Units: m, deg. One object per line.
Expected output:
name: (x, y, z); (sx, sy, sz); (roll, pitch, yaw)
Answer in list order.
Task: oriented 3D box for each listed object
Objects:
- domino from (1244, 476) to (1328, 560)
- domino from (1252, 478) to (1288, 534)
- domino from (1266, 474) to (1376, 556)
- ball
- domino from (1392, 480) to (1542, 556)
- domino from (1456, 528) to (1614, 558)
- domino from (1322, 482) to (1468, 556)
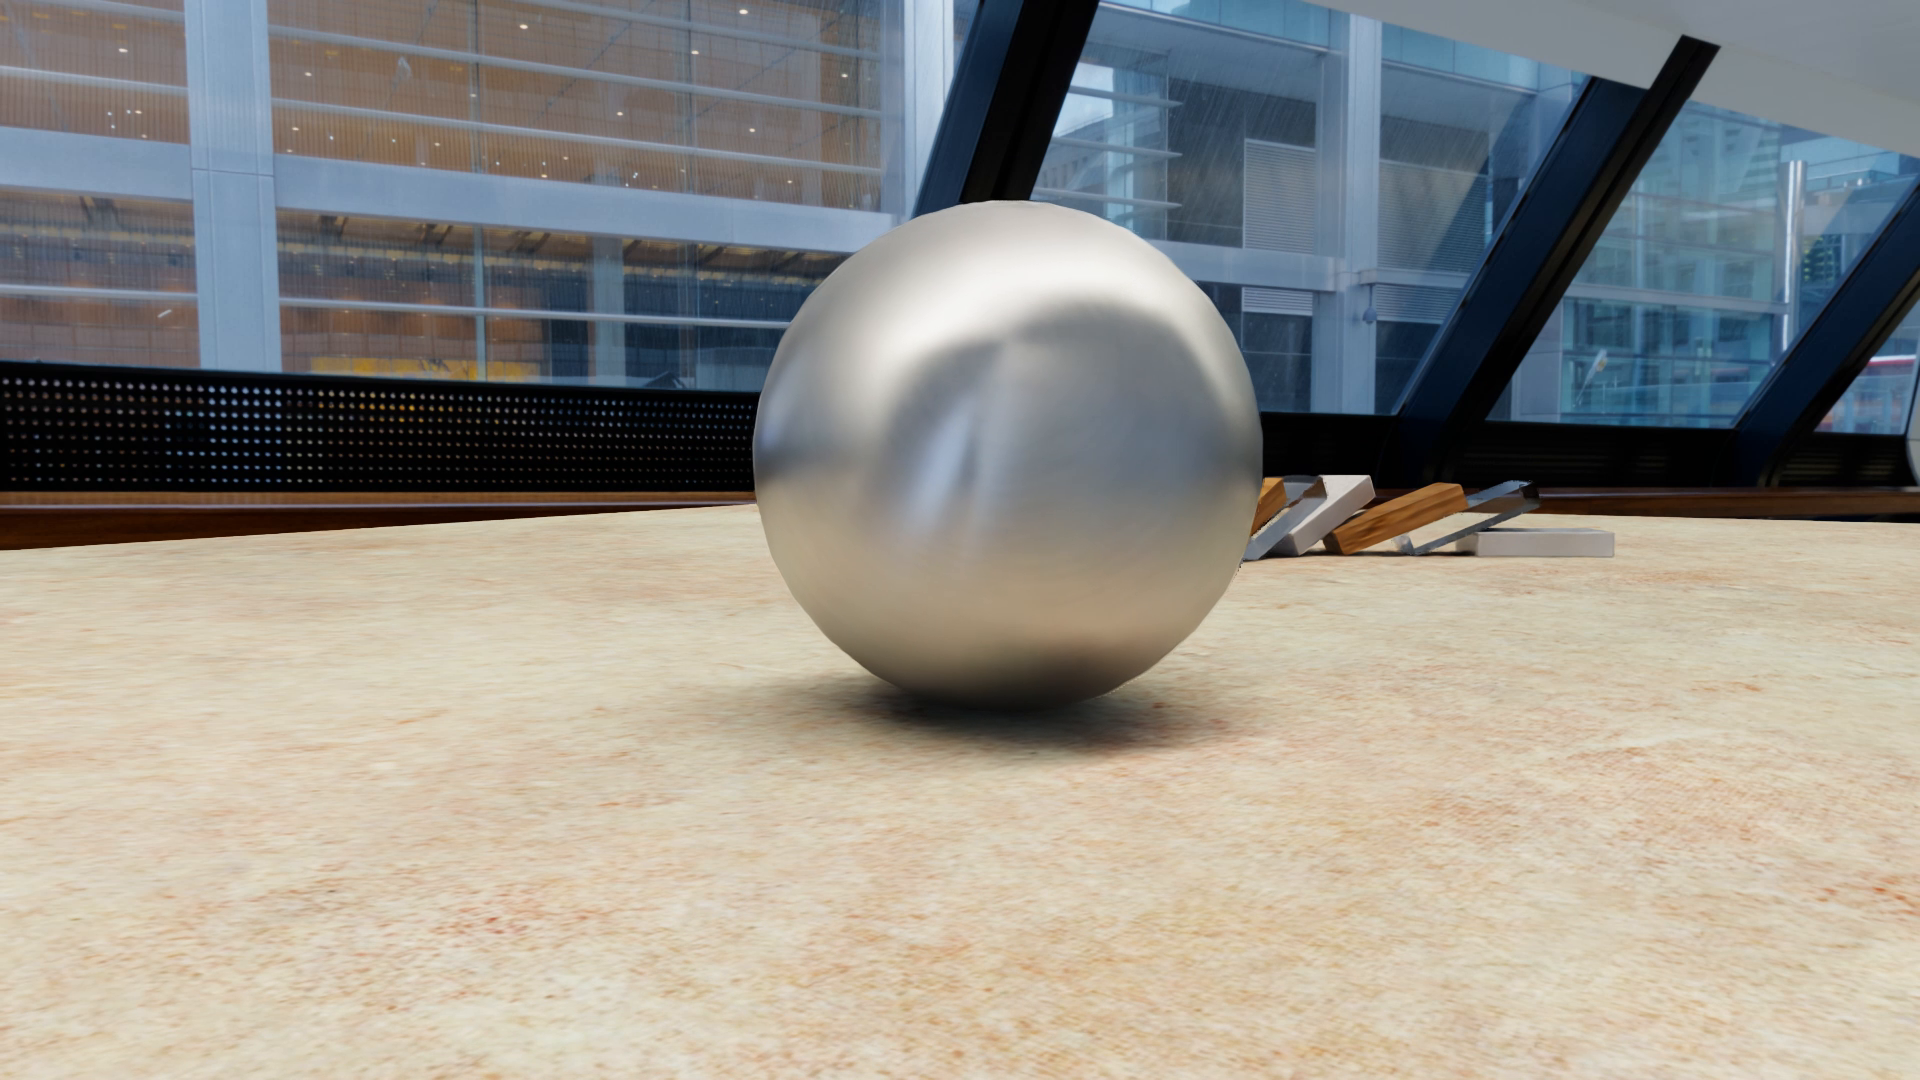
domino: (0.116, -0.009, 0.490); (0.050, 0.010, 0.025); (-35, 25, -35)
domino: (0.097, -0.008, 0.474); (0.025, 0.009, 0.050); (4, 30, 44)
domino: (0.137, -0.010, 0.502); (0.050, 0.009, 0.025); (-32, 20, -30)
ball: (0.007, -0.013, 0.204); (0.080, 0.080, 0.080); (0, 4, 0)
domino: (0.194, -0.009, 0.495); (0.050, 0.010, 0.025); (-22, 3, 4)
domino: (0.220, 0.001, 0.493); (0.050, 0.010, 0.025); (0, 4, 2)
domino: (0.167, -0.008, 0.496); (0.050, 0.009, 0.025); (-22, 4, 2)
